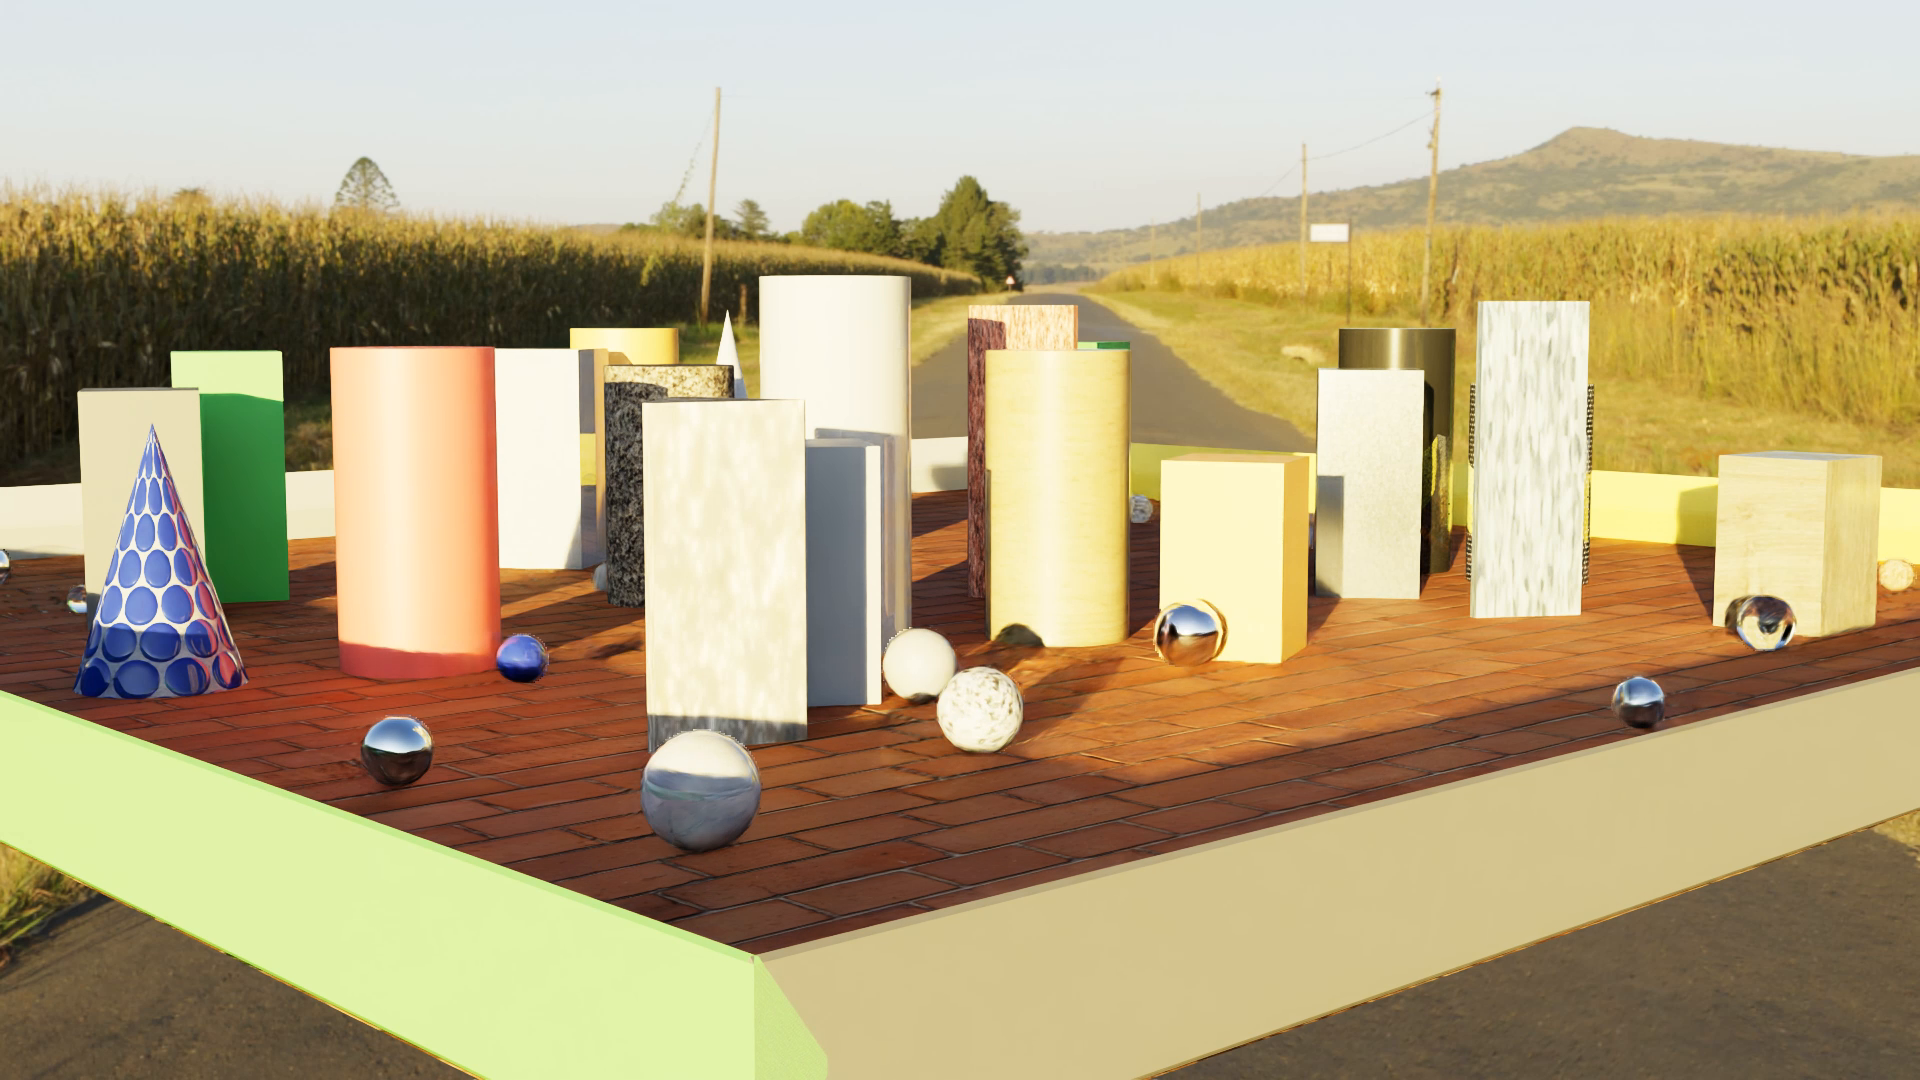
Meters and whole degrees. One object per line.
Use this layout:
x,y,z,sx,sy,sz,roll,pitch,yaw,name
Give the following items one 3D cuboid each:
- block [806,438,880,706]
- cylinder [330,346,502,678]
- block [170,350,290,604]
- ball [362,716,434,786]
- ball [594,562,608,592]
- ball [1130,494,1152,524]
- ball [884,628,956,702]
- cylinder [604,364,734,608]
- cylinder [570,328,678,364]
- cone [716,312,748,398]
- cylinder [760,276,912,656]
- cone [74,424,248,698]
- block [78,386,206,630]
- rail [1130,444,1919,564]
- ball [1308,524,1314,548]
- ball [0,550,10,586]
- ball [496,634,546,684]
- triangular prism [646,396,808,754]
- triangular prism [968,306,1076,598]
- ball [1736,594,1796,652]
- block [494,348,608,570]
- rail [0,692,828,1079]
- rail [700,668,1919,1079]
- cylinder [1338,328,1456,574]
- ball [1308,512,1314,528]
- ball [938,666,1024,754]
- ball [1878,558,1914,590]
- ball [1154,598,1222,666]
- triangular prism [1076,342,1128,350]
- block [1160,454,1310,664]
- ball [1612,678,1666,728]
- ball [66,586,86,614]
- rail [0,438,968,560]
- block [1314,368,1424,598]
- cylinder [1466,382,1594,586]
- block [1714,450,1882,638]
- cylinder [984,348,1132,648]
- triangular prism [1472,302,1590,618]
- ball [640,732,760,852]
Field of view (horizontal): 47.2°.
-0.184,0.034,2.545,0.159,0.293,0.159,-1,6,-11,block
-0.678,-0.040,2.748,0.198,0.399,0.198,0,6,0,cylinder
-1.136,-0.102,3.422,0.159,0.382,0.159,-2,6,-20,block
-0.528,0.198,2.063,0.066,0.066,0.066,0,6,0,ball
-0.557,0.059,3.487,0.048,0.048,0.048,0,6,0,ball
0.373,-0.065,4.612,0.062,0.062,0.062,0,6,0,ball
-0.045,0.142,2.488,0.083,0.083,0.083,0,6,0,ball
-0.444,-0.087,3.376,0.198,0.362,0.198,0,6,0,cylinder
-0.622,-0.187,4.096,0.198,0.412,0.198,0,6,0,cylinder
-0.390,-0.165,3.717,0.198,0.446,0.198,0,6,0,cone
-0.163,-0.101,2.900,0.198,0.488,0.198,0,6,0,cylinder
-0.954,0.017,2.613,0.198,0.313,0.198,0,6,0,cone
-1.170,-0.050,3.157,0.159,0.333,0.159,-2,6,-19,block
1.166,-0.078,4.402,0.045,0.129,3.194,-5,8,-42,rail
0.670,-0.007,4.101,0.052,0.052,0.052,0,6,0,ball
-1.546,0.045,3.482,0.078,0.078,0.078,0,6,0,ball
-0.526,0.143,2.636,0.058,0.058,0.058,0,6,0,ball
-0.269,0.029,2.303,0.172,0.353,0.149,-3,7,-27,triangular prism
0.115,-0.141,3.460,0.172,0.452,0.149,2,6,16,triangular prism
1.058,0.108,2.886,0.075,0.075,0.075,0,6,0,ball
-0.718,-0.147,3.872,0.159,0.379,0.159,1,6,10,block
-1.166,0.145,2.262,0.045,0.129,3.194,-5,8,-42,rail
1.067,0.153,2.182,3.221,0.129,0.045,-5,8,-42,rail
0.751,-0.157,3.797,0.198,0.414,0.198,0,6,0,cylinder
0.709,-0.033,4.358,0.050,0.050,0.050,0,6,0,ball
0.021,0.172,2.217,0.088,0.088,0.088,0,6,0,ball
1.314,0.048,3.086,0.046,0.046,0.046,0,6,0,ball
0.286,0.116,2.759,0.085,0.085,0.085,0,6,0,ball
0.269,-0.195,4.302,0.149,0.384,0.172,-4,7,-33,triangular prism
0.360,0.020,2.872,0.159,0.254,0.159,2,6,20,block
0.726,0.174,2.351,0.054,0.054,0.054,0,6,0,ball
-1.290,0.087,3.230,0.041,0.041,0.041,0,6,0,ball
-1.067,-0.086,4.482,3.221,0.129,0.045,-5,8,-42,rail
0.644,-0.093,3.480,0.159,0.353,0.159,1,6,8,block
0.939,-0.095,3.625,0.198,0.326,0.198,0,6,0,cylinder
1.181,0.002,3.103,0.159,0.242,0.159,-5,8,-41,block
0.133,-0.063,3.000,0.198,0.392,0.198,0,6,0,cylinder
0.815,-0.124,3.267,0.172,0.458,0.149,-1,6,-12,triangular prism
-0.214,0.208,1.816,0.099,0.099,0.099,0,6,0,ball
